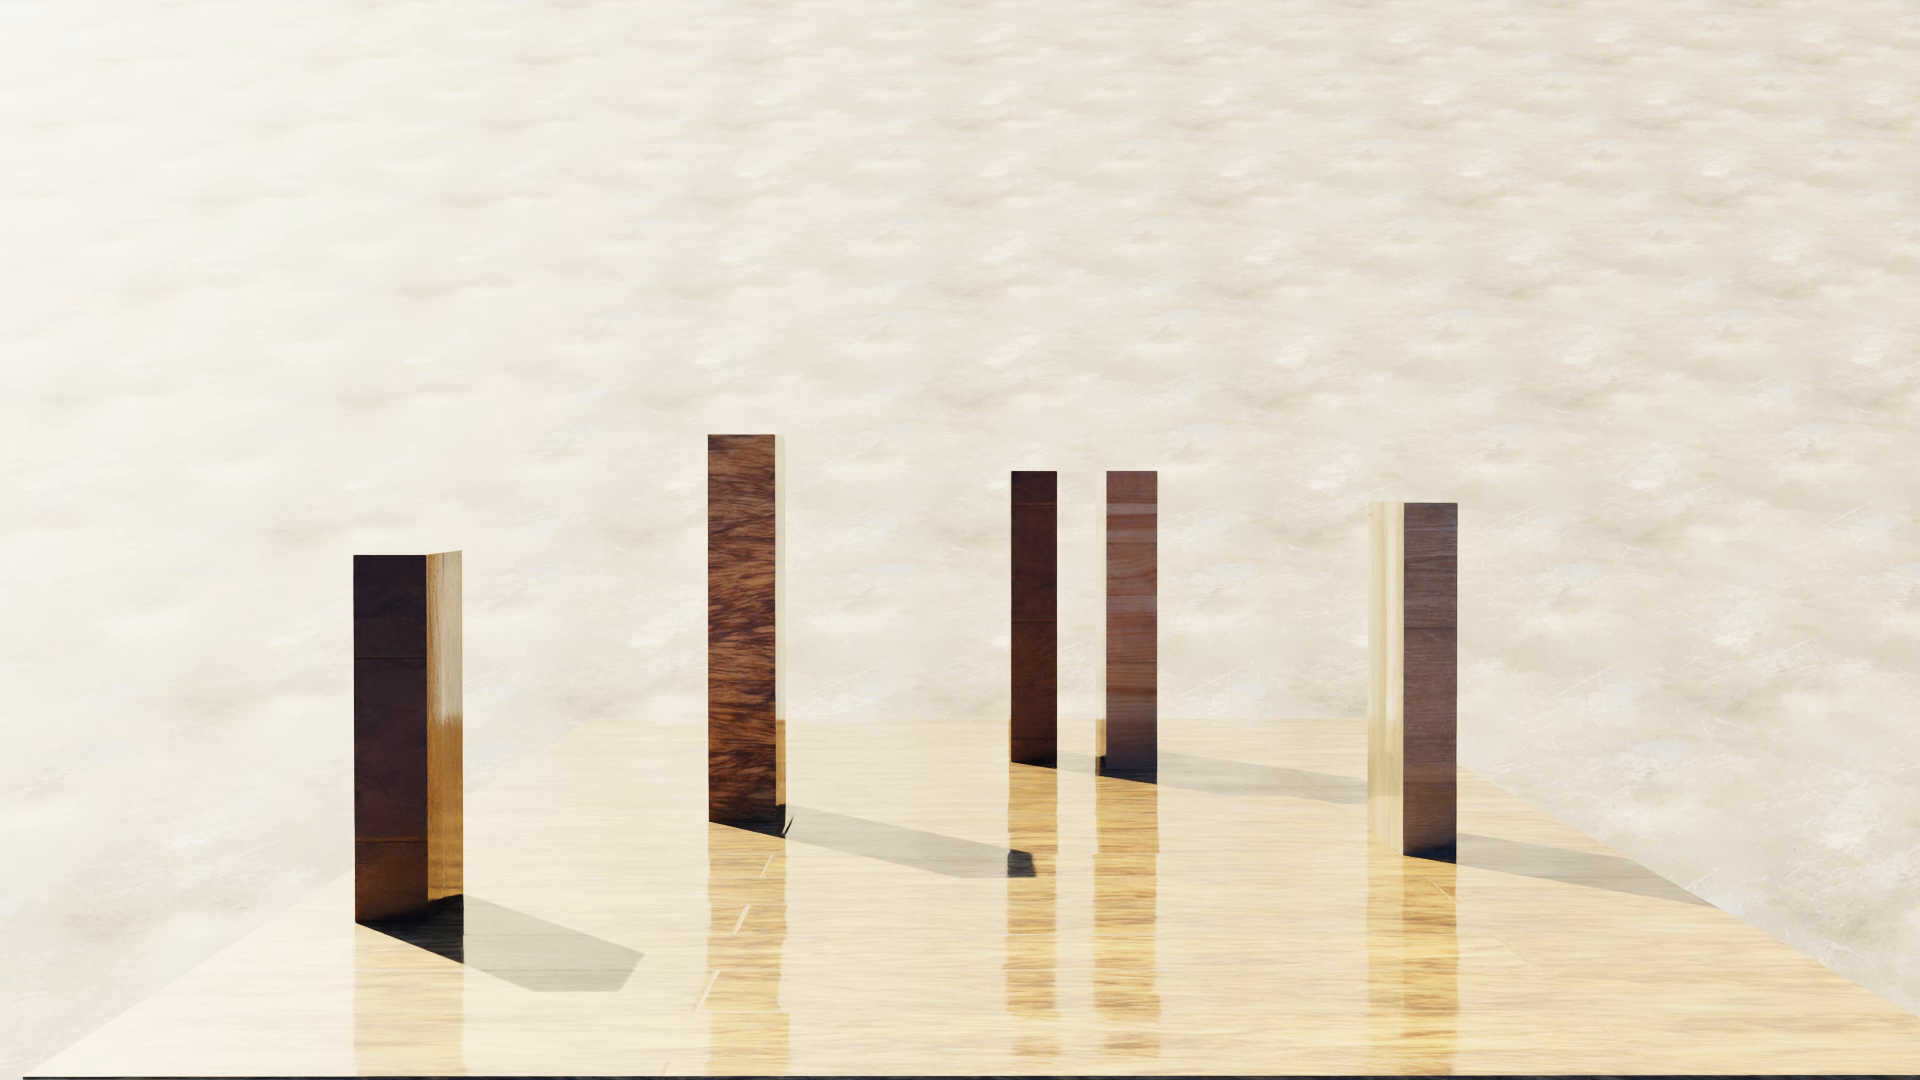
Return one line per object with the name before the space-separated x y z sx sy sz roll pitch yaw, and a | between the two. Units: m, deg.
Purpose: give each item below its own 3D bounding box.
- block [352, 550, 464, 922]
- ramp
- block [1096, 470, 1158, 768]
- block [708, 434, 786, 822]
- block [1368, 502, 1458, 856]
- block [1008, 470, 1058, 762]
block | -0.770 0.266 3.614 0.099 0.498 0.251 0 1 0
ramp | 0.060 0.546 4.582 2.000 0.100 4.000 0 1 0
block | 0.359 0.163 5.607 0.108 0.624 0.414 0 1 0
block | -0.385 0.153 4.678 0.119 0.683 0.264 0 1 0
block | 0.751 0.219 4.301 0.086 0.564 0.357 0 1 0
block | 0.159 0.162 5.664 0.099 0.625 0.269 0 1 0
